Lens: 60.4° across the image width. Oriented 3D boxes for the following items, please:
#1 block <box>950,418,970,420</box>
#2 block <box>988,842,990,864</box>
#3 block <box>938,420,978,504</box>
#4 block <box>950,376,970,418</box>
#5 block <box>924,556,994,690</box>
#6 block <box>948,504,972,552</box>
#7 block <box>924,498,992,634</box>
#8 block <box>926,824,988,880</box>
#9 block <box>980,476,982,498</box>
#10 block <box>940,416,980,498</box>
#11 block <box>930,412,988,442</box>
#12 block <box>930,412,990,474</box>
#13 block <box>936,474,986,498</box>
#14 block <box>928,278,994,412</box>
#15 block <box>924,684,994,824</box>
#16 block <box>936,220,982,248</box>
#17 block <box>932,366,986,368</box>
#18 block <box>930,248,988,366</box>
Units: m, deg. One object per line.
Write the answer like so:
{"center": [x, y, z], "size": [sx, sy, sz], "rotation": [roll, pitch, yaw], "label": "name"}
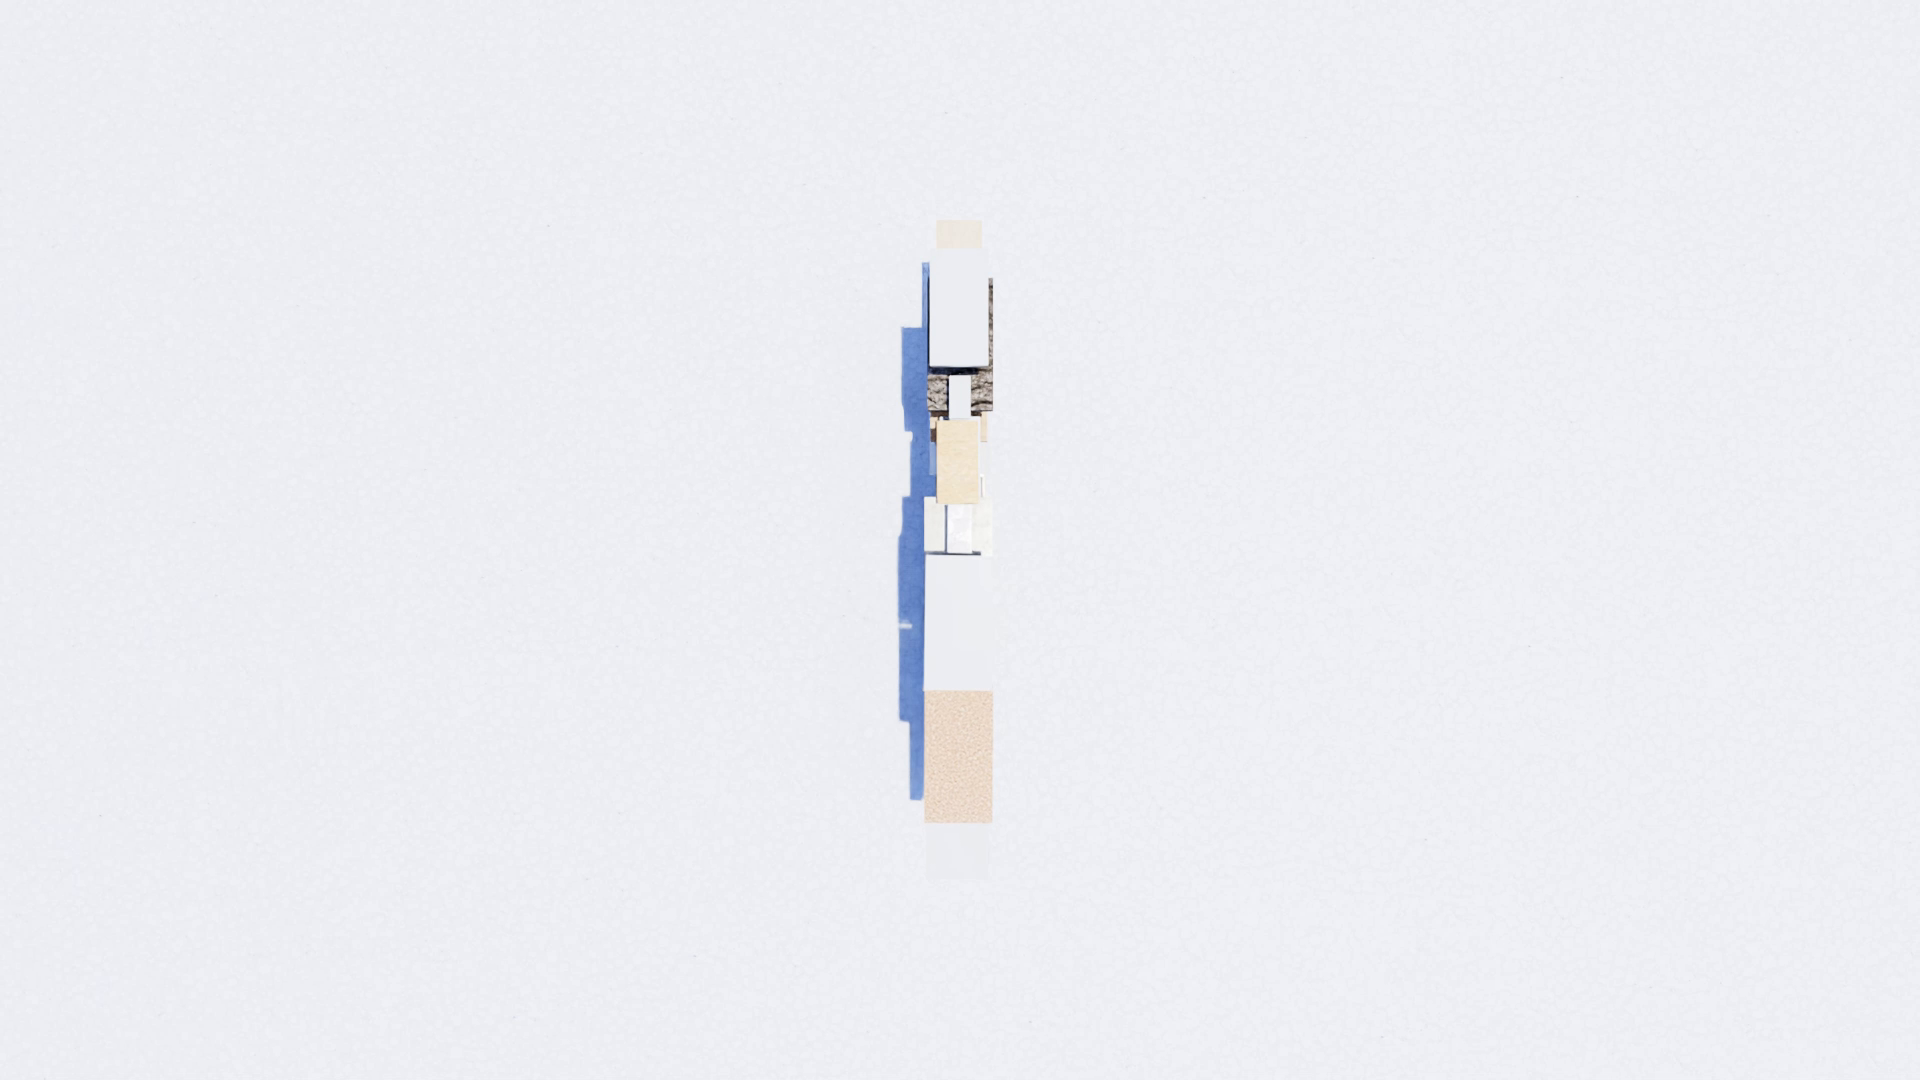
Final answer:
{"center": [0.000, -0.307, 4.051], "size": [0.050, 0.238, 0.014], "rotation": [0, 90, 0], "label": "block"}
{"center": [-0.003, 0.846, 4.961], "size": [0.165, 1.077, 0.047], "rotation": [0, 90, 0], "label": "block"}
{"center": [-0.005, -0.186, 3.957], "size": [0.099, 0.028, 0.198], "rotation": [0, 90, 0], "label": "block"}
{"center": [0.000, -0.340, 3.925], "size": [0.050, 0.014, 0.100], "rotation": [0, 90, 0], "label": "block"}
{"center": [-0.003, 0.185, 3.699], "size": [0.150, 0.043, 0.301], "rotation": [1, 90, 0], "label": "block"}
{"center": [0.000, -0.027, 3.900], "size": [0.057, 0.016, 0.113], "rotation": [1, 90, 0], "label": "block"}
{"center": [-0.004, 0.062, 4.045], "size": [0.166, 0.047, 0.331], "rotation": [0, 90, 0], "label": "block"}
{"center": [-0.007, 0.735, 4.399], "size": [0.165, 0.047, 0.330], "rotation": [0, 90, 0], "label": "block"}
{"center": [0.001, -0.052, 4.819], "size": [0.132, 0.037, 0.264], "rotation": [0, 90, 0], "label": "block"}
{"center": [0.001, -0.210, 4.184], "size": [0.102, 0.029, 0.203], "rotation": [0, 90, 0], "label": "block"}
{"center": [-0.003, -0.415, 4.423], "size": [0.152, 0.043, 0.303], "rotation": [0, 90, 0], "label": "block"}
{"center": [-0.002, -0.361, 4.772], "size": [0.172, 0.049, 0.344], "rotation": [0, 90, 0], "label": "block"}
{"center": [0.002, -0.271, 5.163], "size": [0.158, 0.045, 0.315], "rotation": [0, 90, 0], "label": "block"}
{"center": [0.001, -0.480, 4.055], "size": [0.162, 0.046, 0.324], "rotation": [0, 90, 0], "label": "block"}
{"center": [-0.003, 0.495, 3.825], "size": [0.158, 0.045, 0.317], "rotation": [0, 90, 0], "label": "block"}
{"center": [-0.002, -0.774, 4.668], "size": [0.128, 0.036, 0.256], "rotation": [0, 90, 0], "label": "block"}
{"center": [-0.002, -0.440, 3.900], "size": [0.132, 0.264, 0.037], "rotation": [0, 90, 0], "label": "block"}
{"center": [-0.002, -0.527, 3.749], "size": [0.132, 0.037, 0.264], "rotation": [0, 90, 0], "label": "block"}
